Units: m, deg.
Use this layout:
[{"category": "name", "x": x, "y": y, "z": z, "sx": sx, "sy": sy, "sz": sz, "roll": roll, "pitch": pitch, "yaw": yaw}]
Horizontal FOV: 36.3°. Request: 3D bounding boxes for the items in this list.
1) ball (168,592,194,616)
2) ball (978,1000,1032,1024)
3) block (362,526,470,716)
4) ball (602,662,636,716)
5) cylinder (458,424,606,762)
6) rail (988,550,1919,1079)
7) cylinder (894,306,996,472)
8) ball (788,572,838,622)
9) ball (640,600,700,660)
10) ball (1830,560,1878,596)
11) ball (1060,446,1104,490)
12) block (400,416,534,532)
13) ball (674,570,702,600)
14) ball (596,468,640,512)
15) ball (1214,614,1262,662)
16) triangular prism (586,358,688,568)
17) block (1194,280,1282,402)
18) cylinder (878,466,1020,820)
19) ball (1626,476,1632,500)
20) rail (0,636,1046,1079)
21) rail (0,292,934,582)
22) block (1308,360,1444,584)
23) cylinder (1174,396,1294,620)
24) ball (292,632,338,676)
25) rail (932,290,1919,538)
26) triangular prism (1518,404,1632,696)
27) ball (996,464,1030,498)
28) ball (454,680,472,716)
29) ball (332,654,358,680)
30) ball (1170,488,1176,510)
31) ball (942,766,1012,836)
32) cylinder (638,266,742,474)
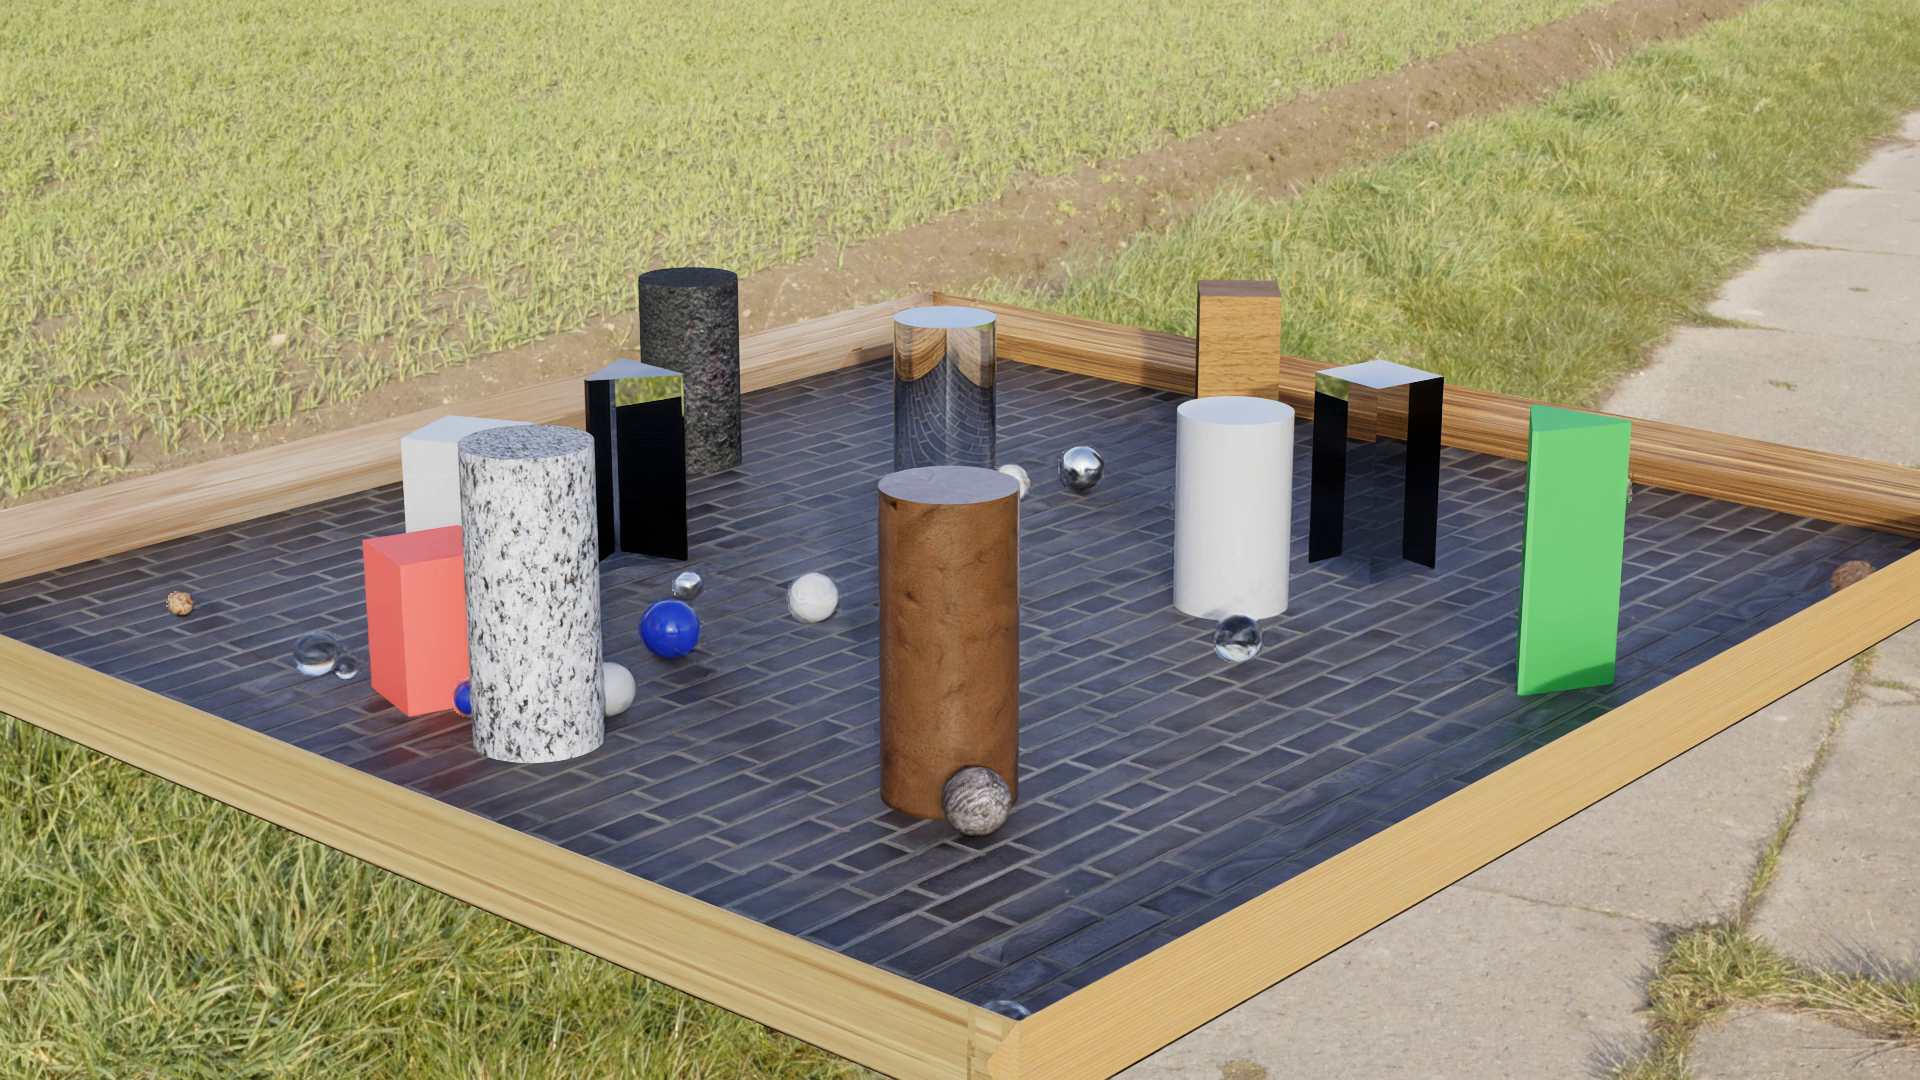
[{"category": "ball", "x": -1.334, "y": 0.109, "z": 5.022, "sx": 0.041, "sy": 0.041, "sz": 0.041, "roll": 0, "pitch": 17, "yaw": 0}, {"category": "ball", "x": 0.048, "y": 0.576, "z": 3.383, "sx": 0.092, "sy": 0.092, "sz": 0.092, "roll": 0, "pitch": 17, "yaw": 0}, {"category": "block", "x": -0.829, "y": 0.125, "z": 4.616, "sx": 0.160, "sy": 0.245, "sz": 0.160, "roll": -10, "pitch": 19, "yaw": -30}, {"category": "ball", "x": -0.544, "y": 0.231, "z": 4.542, "sx": 0.084, "sy": 0.084, "sz": 0.084, "roll": 0, "pitch": 17, "yaw": 0}, {"category": "cylinder", "x": -0.639, "y": 0.079, "z": 4.385, "sx": 0.200, "sy": 0.467, "sz": 0.200, "roll": 0, "pitch": 17, "yaw": 0}, {"category": "rail", "x": 0.986, "y": 0.279, "z": 4.300, "sx": 0.045, "sy": 0.130, "sz": 2.863, "roll": 14, "pitch": 22, "yaw": 39}, {"category": "cylinder", "x": -0.029, "y": -0.260, "z": 5.705, "sx": 0.200, "sy": 0.355, "sz": 0.200, "roll": 0, "pitch": 17, "yaw": 0}, {"category": "ball", "x": -0.249, "y": 0.098, "z": 4.985, "sx": 0.084, "sy": 0.084, "sz": 0.084, "roll": 0, "pitch": 17, "yaw": 0}, {"category": "ball", "x": -0.474, "y": 0.146, "z": 4.801, "sx": 0.098, "sy": 0.098, "sz": 0.098, "roll": 0, "pitch": 17, "yaw": 0}, {"category": "ball", "x": 1.544, "y": 0.078, "z": 5.050, "sx": 0.086, "sy": 0.086, "sz": 0.086, "roll": 0, "pitch": 17, "yaw": 0}, {"category": "ball", "x": 0.240, "y": -0.142, "z": 5.777, "sx": 0.087, "sy": 0.087, "sz": 0.087, "roll": 0, "pitch": 17, "yaw": 0}, {"category": "block", "x": -0.807, "y": -0.008, "z": 4.859, "sx": 0.160, "sy": 0.359, "sz": 0.160, "roll": 5, "pitch": 18, "yaw": 18}, {"category": "ball", "x": -0.473, "y": 0.079, "z": 5.109, "sx": 0.050, "sy": 0.050, "sz": 0.050, "roll": 0, "pitch": 17, "yaw": 0}, {"category": "ball", "x": -0.657, "y": -0.096, "z": 5.622, "sx": 0.088, "sy": 0.088, "sz": 0.088, "roll": 0, "pitch": 17, "yaw": 0}, {"category": "ball", "x": 0.454, "y": 0.160, "z": 4.789, "sx": 0.079, "sy": 0.079, "sz": 0.079, "roll": 0, "pitch": 17, "yaw": 0}, {"category": "triangular prism", "x": -0.598, "y": -0.143, "z": 5.324, "sx": 0.173, "sy": 0.349, "sz": 0.150, "roll": -4, "pitch": 17, "yaw": -15}, {"category": "block", "x": 0.557, "y": -0.326, "z": 5.903, "sx": 0.160, "sy": 0.367, "sz": 0.160, "roll": 1, "pitch": 17, "yaw": 2}, {"category": "cylinder", "x": -0.015, "y": 0.145, "z": 4.169, "sx": 0.200, "sy": 0.465, "sz": 0.200, "roll": 0, "pitch": 17, "yaw": 0}, {"category": "ball", "x": 1.262, "y": -0.102, "z": 5.665, "sx": 0.075, "sy": 0.075, "sz": 0.075, "roll": 0, "pitch": 17, "yaw": 0}, {"category": "rail", "x": -0.923, "y": 0.339, "z": 4.102, "sx": 2.660, "sy": 0.130, "sz": 0.045, "roll": 14, "pitch": 22, "yaw": 39}, {"category": "rail", "x": -0.986, "y": -0.214, "z": 5.940, "sx": 0.045, "sy": 0.130, "sz": 2.863, "roll": 14, "pitch": 22, "yaw": 39}, {"category": "block", "x": 0.743, "y": -0.123, "z": 5.248, "sx": 0.160, "sy": 0.357, "sz": 0.160, "roll": -12, "pitch": 20, "yaw": -34}, {"category": "cylinder", "x": 0.470, "y": -0.056, "z": 5.043, "sx": 0.200, "sy": 0.345, "sz": 0.200, "roll": 0, "pitch": 17, "yaw": 0}, {"category": "ball", "x": -1.038, "y": 0.184, "z": 4.722, "sx": 0.071, "sy": 0.071, "sz": 0.071, "roll": 0, "pitch": 17, "yaw": 0}, {"category": "rail", "x": 0.923, "y": -0.274, "z": 6.137, "sx": 2.660, "sy": 0.130, "sz": 0.045, "roll": 14, "pitch": 22, "yaw": 39}, {"category": "triangular prism", "x": 0.941, "y": 0.010, "z": 4.674, "sx": 0.173, "sy": 0.431, "sz": 0.150, "roll": -6, "pitch": 18, "yaw": -20}, {"category": "ball", "x": 0.097, "y": -0.111, "z": 5.694, "sx": 0.075, "sy": 0.075, "sz": 0.075, "roll": 0, "pitch": 17, "yaw": 0}, {"category": "ball", "x": -0.758, "y": 0.244, "z": 4.550, "sx": 0.055, "sy": 0.055, "sz": 0.055, "roll": 0, "pitch": 17, "yaw": 0}, {"category": "ball", "x": -0.988, "y": 0.204, "z": 4.710, "sx": 0.040, "sy": 0.040, "sz": 0.040, "roll": 0, "pitch": 17, "yaw": 0}, {"category": "ball", "x": 0.429, "y": -0.078, "z": 5.618, "sx": 0.055, "sy": 0.055, "sz": 0.055, "roll": 0, "pitch": 17, "yaw": 0}, {"category": "ball", "x": 0.023, "y": 0.364, "z": 4.080, "sx": 0.096, "sy": 0.096, "sz": 0.096, "roll": 0, "pitch": 17, "yaw": 0}, {"category": "cylinder", "x": -0.546, "y": -0.345, "z": 5.939, "sx": 0.200, "sy": 0.382, "sz": 0.200, "roll": 0, "pitch": 17, "yaw": 0}]
